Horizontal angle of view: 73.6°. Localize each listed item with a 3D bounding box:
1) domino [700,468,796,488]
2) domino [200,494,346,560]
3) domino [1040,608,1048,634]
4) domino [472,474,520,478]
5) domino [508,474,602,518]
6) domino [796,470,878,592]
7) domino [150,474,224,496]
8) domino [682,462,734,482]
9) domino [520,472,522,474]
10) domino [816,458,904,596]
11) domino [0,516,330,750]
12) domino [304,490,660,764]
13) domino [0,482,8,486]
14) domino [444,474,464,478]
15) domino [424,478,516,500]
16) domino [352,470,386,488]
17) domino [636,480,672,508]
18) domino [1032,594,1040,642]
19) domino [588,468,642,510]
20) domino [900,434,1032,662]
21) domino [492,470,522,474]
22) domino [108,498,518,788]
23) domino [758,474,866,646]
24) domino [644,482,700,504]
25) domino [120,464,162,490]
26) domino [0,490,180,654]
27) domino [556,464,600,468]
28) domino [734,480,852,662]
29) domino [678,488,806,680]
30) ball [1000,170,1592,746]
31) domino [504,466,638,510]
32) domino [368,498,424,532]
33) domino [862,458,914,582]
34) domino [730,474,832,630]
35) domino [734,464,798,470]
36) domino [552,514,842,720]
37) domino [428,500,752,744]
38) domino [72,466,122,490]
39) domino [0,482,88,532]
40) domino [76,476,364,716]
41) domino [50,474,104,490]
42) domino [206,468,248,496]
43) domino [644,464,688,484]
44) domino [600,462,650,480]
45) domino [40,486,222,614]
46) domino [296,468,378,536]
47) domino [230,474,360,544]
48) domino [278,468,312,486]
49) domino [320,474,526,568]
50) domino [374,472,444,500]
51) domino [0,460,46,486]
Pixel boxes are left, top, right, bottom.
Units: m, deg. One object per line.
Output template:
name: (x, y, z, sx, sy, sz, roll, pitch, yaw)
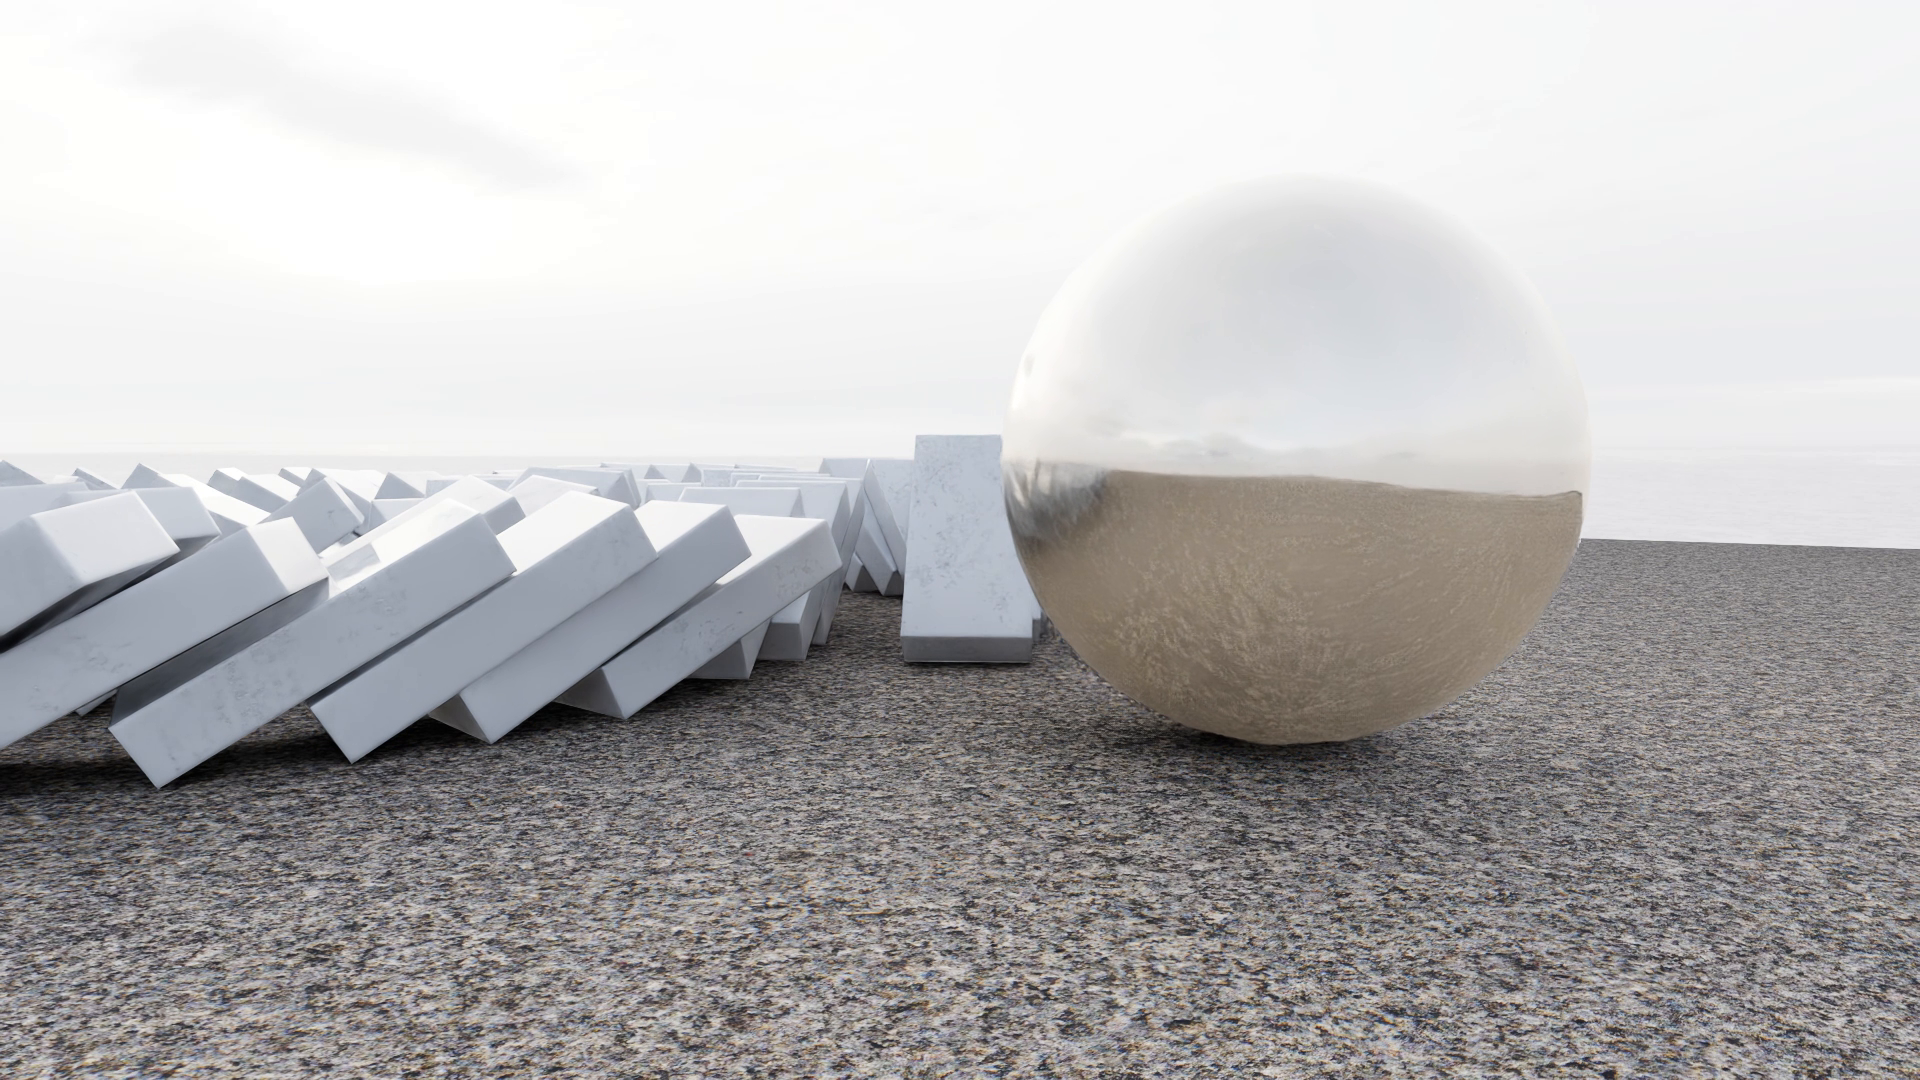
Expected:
domino: (-0.051, 0.000, 0.329, 0.025, 0.010, 0.050, 0, 37, -18)
domino: (-0.167, 0.004, 0.322, 0.050, 0.009, 0.025, 24, 0, -8)
domino: (0.008, -0.002, 0.298, 0.025, 0.050, 0.009, 0, -36, 3)
domino: (-0.122, -0.003, 0.382, 0.050, 0.009, 0.025, 34, 16, 22)
domino: (-0.093, 0.006, 0.246, 0.025, 0.009, 0.050, 11, 42, 42)
domino: (-0.032, -0.004, 0.389, 0.025, 0.009, 0.050, -3, 37, -36)
domino: (-0.204, -0.002, 0.367, 0.050, 0.010, 0.025, 31, -6, -16)
domino: (-0.065, -0.007, 0.414, 0.050, 0.009, 0.025, 41, 23, 29)
domino: (-0.096, 0.002, 0.305, 0.025, 0.009, 0.050, 0, 38, -4)
domino: (-0.021, -0.005, 0.376, 0.025, 0.009, 0.050, -3, 43, -35)
domino: (-0.109, 0.014, 0.163, 0.050, 0.010, 0.025, -30, 12, -12)
domino: (-0.072, 0.011, 0.189, 0.050, 0.010, 0.025, -37, 27, -26)
domino: (-0.231, 0.000, 0.332, 0.025, 0.010, 0.050, 2, -27, 39)
domino: (-0.156, -0.006, 0.437, 0.050, 0.009, 0.025, 28, 6, 2)
domino: (-0.116, 0.002, 0.323, 0.025, 0.010, 0.050, -2, 35, -34)
domino: (-0.180, -0.007, 0.431, 0.050, 0.009, 0.025, 30, 0, -9)
domino: (-0.083, -0.001, 0.361, 0.025, 0.009, 0.050, -2, 33, -43)
domino: (0.005, -0.001, 0.286, 0.025, 0.050, 0.009, 0, -36, 3)
domino: (-0.092, 0.003, 0.286, 0.025, 0.009, 0.050, 1, 40, 10)
domino: (0.002, 0.001, 0.261, 0.025, 0.050, 0.009, 0, -36, 3)
domino: (-0.134, -0.007, 0.437, 0.050, 0.009, 0.025, 32, 10, 8)
domino: (-0.088, 0.012, 0.177, 0.050, 0.010, 0.025, -35, 23, -23)
domino: (-0.038, 0.003, 0.290, 0.025, 0.010, 0.050, 3, 36, 6)
domino: (-0.065, 0.001, 0.345, 0.025, 0.010, 0.050, -3, 33, -32)
domino: (-0.237, -0.007, 0.408, 0.050, 0.009, 0.025, 35, -14, -24)
domino: (-0.125, 0.013, 0.156, 0.050, 0.010, 0.025, -32, 12, -3)
domino: (-0.114, -0.008, 0.435, 0.050, 0.010, 0.025, 36, 16, 16)
domino: (-0.040, 0.005, 0.271, 0.025, 0.009, 0.050, 1, 36, 7)
domino: (-0.048, 0.007, 0.251, 0.025, 0.009, 0.050, 1, 35, 7)
ball: (0.046, -0.011, 0.183, 0.080, 0.080, 0.080, 0, 4, 0)
domino: (-0.091, 0.004, 0.268, 0.025, 0.009, 0.050, 4, 41, 19)
domino: (-0.134, 0.004, 0.337, 0.025, 0.010, 0.050, -4, 28, -42)
domino: (-0.008, -0.004, 0.363, 0.025, 0.010, 0.050, -1, 41, -24)
domino: (-0.044, 0.002, 0.309, 0.025, 0.009, 0.050, 0, 37, -7)
domino: (-0.050, -0.006, 0.403, 0.025, 0.010, 0.050, 0, 35, -48)
domino: (-0.047, 0.011, 0.221, 0.025, 0.009, 0.050, 4, 30, 42)
domino: (-0.060, 0.011, 0.203, 0.025, 0.010, 0.050, 5, 36, 48)
domino: (-0.250, -0.005, 0.398, 0.050, 0.010, 0.025, 36, -15, -28)
domino: (-0.165, 0.009, 0.205, 0.050, 0.009, 0.025, -34, -3, 16)
domino: (-0.126, 0.008, 0.217, 0.050, 0.010, 0.025, -39, 18, -17)
domino: (-0.219, -0.001, 0.348, 0.025, 0.010, 0.050, 4, -26, 44)
domino: (-0.218, -0.006, 0.418, 0.050, 0.009, 0.025, 33, -6, -18)
domino: (-0.080, -0.007, 0.422, 0.050, 0.009, 0.025, 40, 23, 26)
domino: (-0.097, -0.008, 0.430, 0.050, 0.009, 0.025, 38, 18, 20)
domino: (-0.147, 0.009, 0.204, 0.050, 0.010, 0.025, -33, -1, 10)
domino: (-0.167, -0.004, 0.380, 0.050, 0.009, 0.025, 32, 0, -3)
domino: (-0.184, -0.002, 0.375, 0.050, 0.009, 0.025, 30, -1, -10)
domino: (-0.200, -0.007, 0.427, 0.050, 0.010, 0.025, 32, -2, -10)
domino: (-0.104, 0.007, 0.232, 0.050, 0.010, 0.025, -37, 32, -26)
domino: (-0.145, -0.003, 0.382, 0.050, 0.009, 0.025, 32, 7, 5)
domino: (-0.264, -0.005, 0.380, 0.025, 0.009, 0.050, -1, -33, 41)
